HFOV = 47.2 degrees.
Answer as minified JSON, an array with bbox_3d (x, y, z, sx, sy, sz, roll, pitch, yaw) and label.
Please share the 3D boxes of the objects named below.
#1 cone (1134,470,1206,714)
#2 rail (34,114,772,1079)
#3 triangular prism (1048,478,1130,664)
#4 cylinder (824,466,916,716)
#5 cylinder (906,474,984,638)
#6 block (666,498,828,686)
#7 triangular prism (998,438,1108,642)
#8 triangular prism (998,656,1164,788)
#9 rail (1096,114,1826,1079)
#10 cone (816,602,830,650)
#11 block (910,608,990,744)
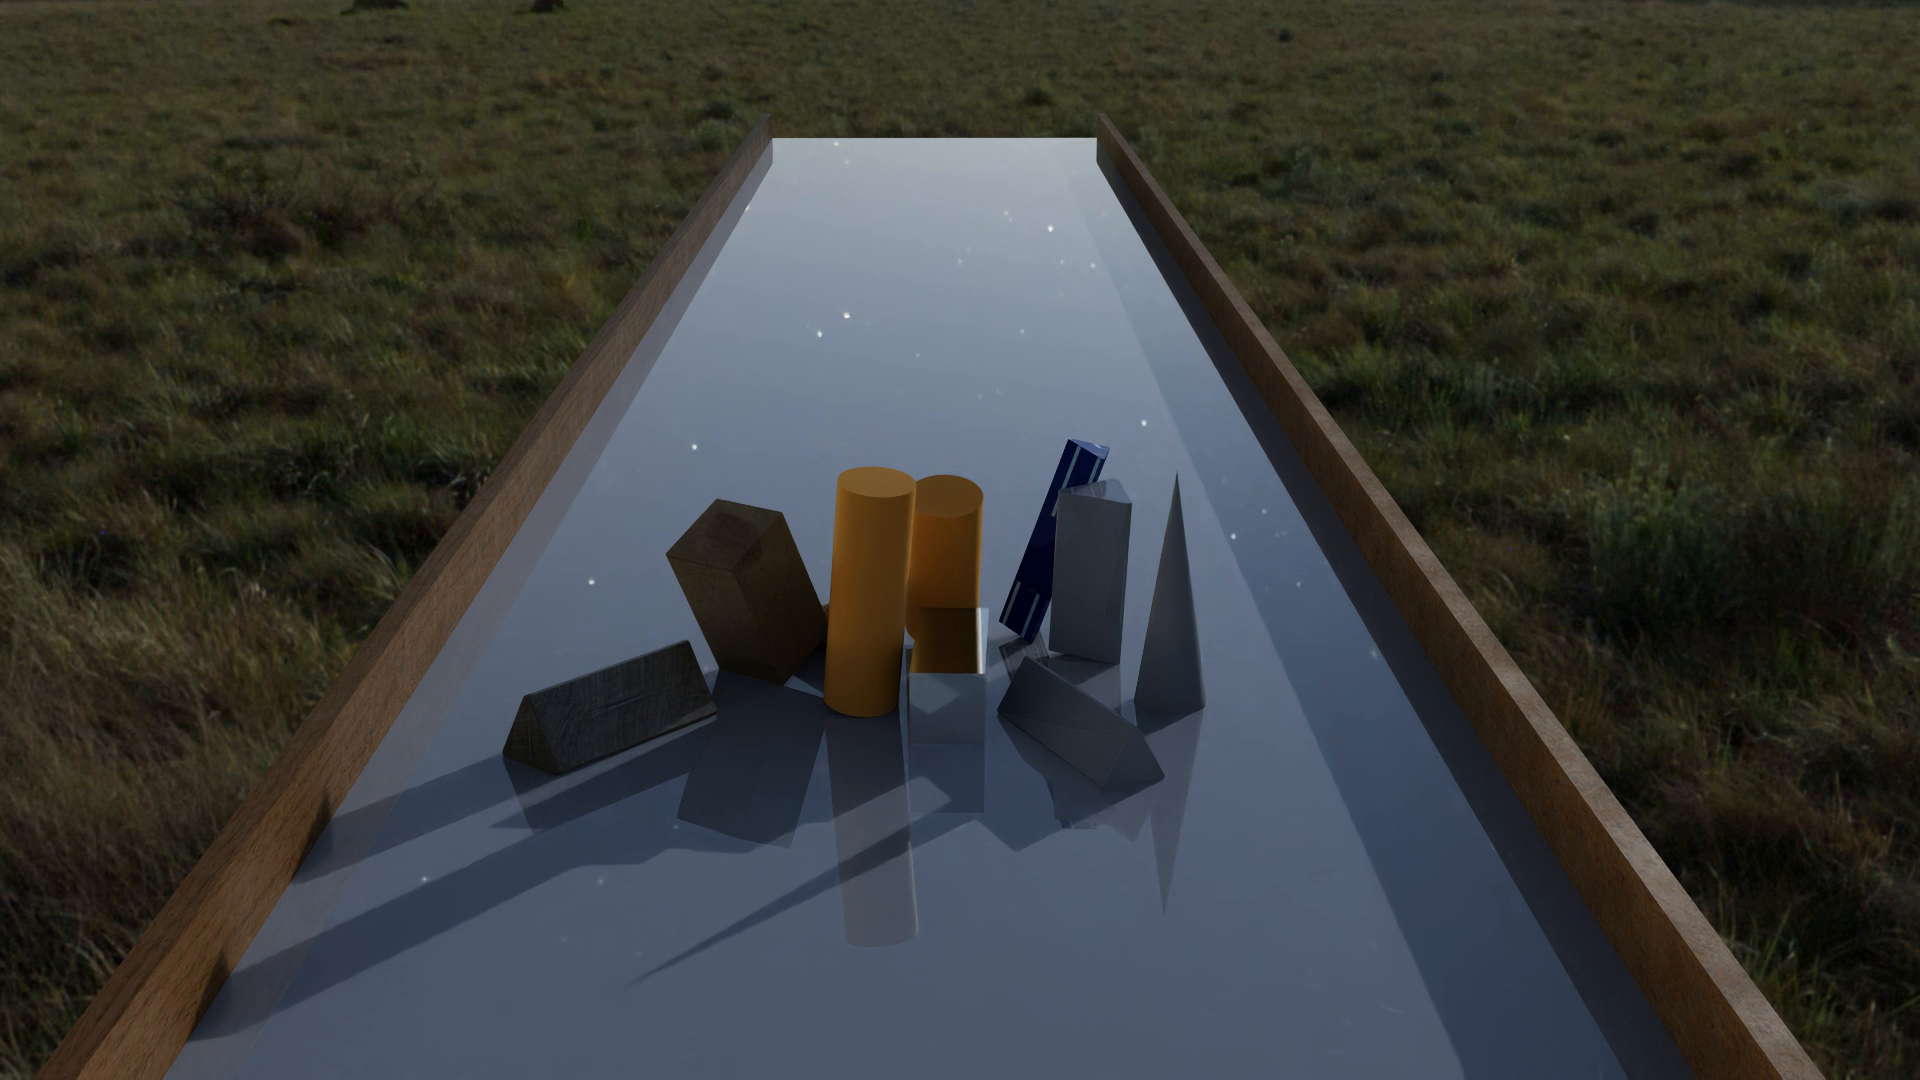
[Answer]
[{"bbox_3d":[0.401,0.089,4.127,0.139,0.455,0.139,0,17,0],"label":"cone"},{"bbox_3d":[-1.118,-0.838,7.780,0.050,0.150,12.000,0,17,-1],"label":"rail"},{"bbox_3d":[0.280,0.056,4.417,0.150,0.341,0.130,11,22,21],"label":"triangular prism"},{"bbox_3d":[-0.169,0.098,4.085,0.144,0.447,0.144,4,24,-2],"label":"cylinder"},{"bbox_3d":[-0.033,0.044,4.453,0.151,0.325,0.151,1,36,-1],"label":"cylinder"},{"bbox_3d":[-0.408,0.101,4.275,0.167,0.306,0.167,12,47,34],"label":"block"},{"bbox_3d":[0.208,0.001,4.497,0.095,0.422,0.082,34,24,32],"label":"triangular prism"},{"bbox_3d":[0.213,0.318,3.963,0.121,0.105,0.408,-7,18,-25],"label":"triangular prism"},{"bbox_3d":[0.932,-0.844,7.801,0.050,0.150,12.000,0,17,-1],"label":"rail"},{"bbox_3d":[-0.332,0.180,4.503,0.357,0.138,0.138,-4,13,27],"label":"cone"},{"bbox_3d":[-0.017,0.251,4.145,0.136,0.136,0.374,1,17,2],"label":"block"}]
